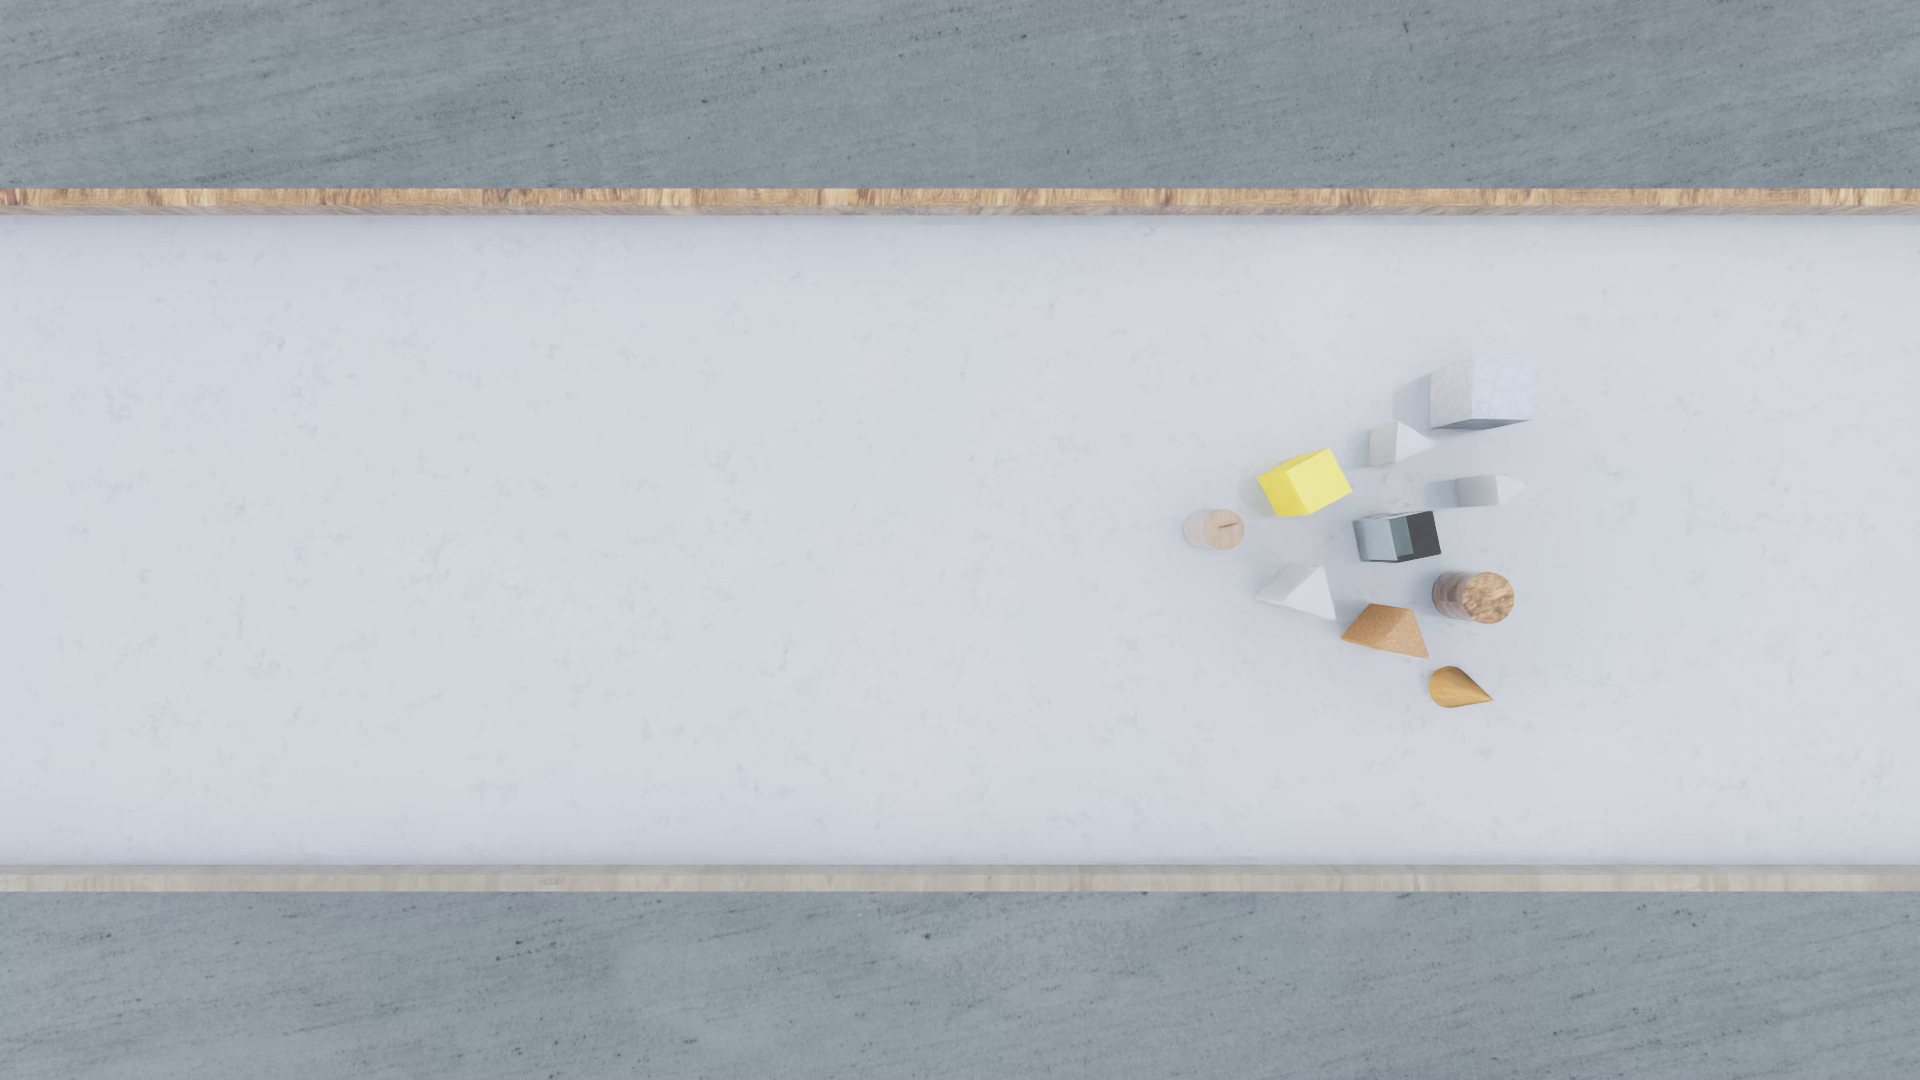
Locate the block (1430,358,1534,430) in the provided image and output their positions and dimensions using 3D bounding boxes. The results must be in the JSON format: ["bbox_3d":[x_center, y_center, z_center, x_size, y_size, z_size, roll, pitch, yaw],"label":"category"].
[{"bbox_3d":[1.534,-0.427,4.868,0.172,0.418,0.172,1,90,0],"label":"block"}]

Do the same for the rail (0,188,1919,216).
[{"bbox_3d":[-2.247,-1.025,5.002,12.000,0.150,0.050,0,90,0],"label":"rail"}]

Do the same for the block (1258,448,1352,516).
[{"bbox_3d":[1.007,-0.164,4.851,0.138,0.452,0.138,-28,90,0],"label":"block"}]

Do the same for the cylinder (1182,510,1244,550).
[{"bbox_3d":[0.743,-0.029,4.858,0.116,0.436,0.116,0,90,0],"label":"cylinder"}]

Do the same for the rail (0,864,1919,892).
[{"bbox_3d":[-2.247,1.025,5.001,12.000,0.150,0.050,0,90,0],"label":"rail"}]

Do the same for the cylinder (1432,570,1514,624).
[{"bbox_3d":[1.527,0.168,4.921,0.151,0.311,0.151,0,90,0],"label":"cylinder"}]

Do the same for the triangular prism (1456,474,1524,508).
[{"bbox_3d":[1.552,-0.158,4.890,0.091,0.373,0.079,-37,90,0],"label":"triangular prism"}]

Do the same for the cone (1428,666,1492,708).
[{"bbox_3d":[1.507,0.452,4.862,0.129,0.428,0.129,0,90,0],"label":"cone"}]

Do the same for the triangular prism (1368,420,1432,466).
[{"bbox_3d":[1.290,-0.298,4.919,0.119,0.315,0.103,-26,90,0],"label":"triangular prism"}]

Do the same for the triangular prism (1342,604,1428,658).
[{"bbox_3d":[1.255,0.256,4.854,0.145,0.446,0.126,11,90,0],"label":"triangular prism"}]

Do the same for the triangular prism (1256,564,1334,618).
[{"bbox_3d":[1.001,0.137,4.861,0.154,0.431,0.134,17,90,0],"label":"triangular prism"}]

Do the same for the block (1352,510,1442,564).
[{"bbox_3d":[1.282,-0.009,4.861,0.126,0.430,0.126,-12,90,0],"label":"block"}]
